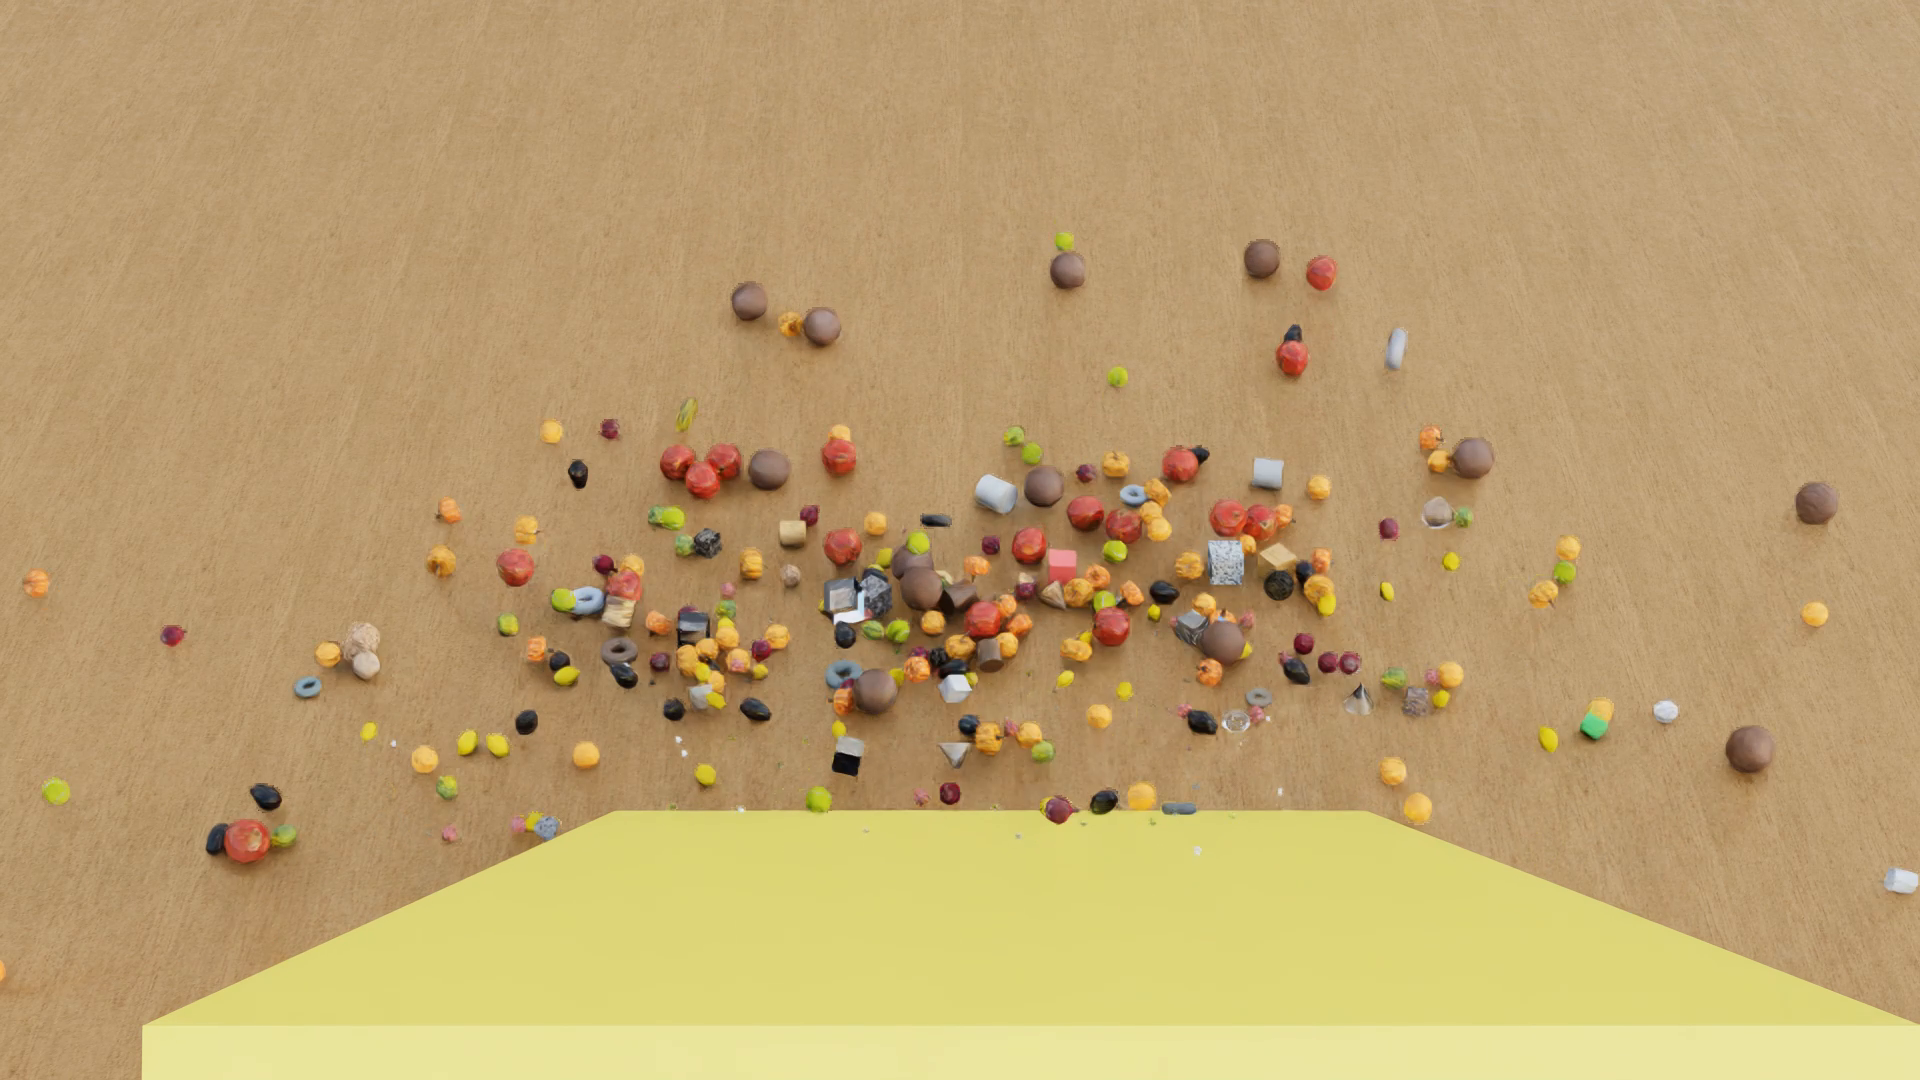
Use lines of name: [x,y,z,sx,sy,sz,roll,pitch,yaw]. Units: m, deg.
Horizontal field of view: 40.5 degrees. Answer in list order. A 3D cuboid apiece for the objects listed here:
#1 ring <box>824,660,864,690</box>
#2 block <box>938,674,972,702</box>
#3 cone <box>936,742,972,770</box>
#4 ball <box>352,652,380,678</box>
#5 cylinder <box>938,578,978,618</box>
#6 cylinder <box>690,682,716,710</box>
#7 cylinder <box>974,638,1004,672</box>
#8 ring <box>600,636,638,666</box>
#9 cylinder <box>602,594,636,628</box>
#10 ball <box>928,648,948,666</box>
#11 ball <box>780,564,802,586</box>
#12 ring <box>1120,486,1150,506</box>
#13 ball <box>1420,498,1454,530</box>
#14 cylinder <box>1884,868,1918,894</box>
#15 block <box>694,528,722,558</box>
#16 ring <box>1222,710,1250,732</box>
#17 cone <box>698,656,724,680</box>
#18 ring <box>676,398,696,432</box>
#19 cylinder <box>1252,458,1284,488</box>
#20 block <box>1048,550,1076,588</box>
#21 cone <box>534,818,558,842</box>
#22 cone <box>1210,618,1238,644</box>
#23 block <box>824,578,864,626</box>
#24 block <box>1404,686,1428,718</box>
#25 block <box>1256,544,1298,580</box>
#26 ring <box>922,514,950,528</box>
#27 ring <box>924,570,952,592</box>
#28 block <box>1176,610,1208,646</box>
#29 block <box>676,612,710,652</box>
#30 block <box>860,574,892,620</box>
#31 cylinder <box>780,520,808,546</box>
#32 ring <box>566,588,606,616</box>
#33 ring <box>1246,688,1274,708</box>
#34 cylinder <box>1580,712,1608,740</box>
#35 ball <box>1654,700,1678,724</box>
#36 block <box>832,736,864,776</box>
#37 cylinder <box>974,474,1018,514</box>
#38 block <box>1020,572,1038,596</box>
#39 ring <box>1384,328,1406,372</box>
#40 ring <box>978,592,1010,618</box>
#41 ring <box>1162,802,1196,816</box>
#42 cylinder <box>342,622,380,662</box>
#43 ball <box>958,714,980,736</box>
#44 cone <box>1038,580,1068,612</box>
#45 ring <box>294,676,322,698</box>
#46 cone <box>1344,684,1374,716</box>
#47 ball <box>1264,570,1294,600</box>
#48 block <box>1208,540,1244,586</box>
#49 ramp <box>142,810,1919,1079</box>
ring: [-0.334,0.388,7.461,0.115,0.038,0.115,2,39,-1]
block: [-0.015,0.419,7.357,0.058,0.058,0.058,-1,54,-39]
cone: [-0.027,0.575,7.132,0.087,0.087,0.087,29,43,11]
ball: [-1.705,0.359,7.467,0.078,0.078,0.078,0,37,0]
cylinder: [-0.006,0.172,7.709,0.088,0.088,0.088,-26,44,-30]
cylinder: [-0.728,0.442,7.345,0.065,0.065,0.065,-12,-2,0]
cylinder: [0.084,0.332,7.490,0.073,0.073,0.073,-6,56,-7]
ring: [-0.989,0.323,7.548,0.113,0.038,0.113,1,37,-1]
cylinder: [-1.002,0.210,7.632,0.083,0.083,0.083,14,-1,0]
ball: [-0.064,0.336,7.518,0.052,0.052,0.052,0,37,0]
ball: [-0.509,0.105,7.814,0.067,0.067,0.067,0,37,0]
ring: [0.547,-0.140,8.171,0.094,0.031,0.094,0,35,0]
ball: [1.475,-0.083,8.038,0.099,0.099,0.099,0,37,0]
cylinder: [2.446,0.887,6.763,0.060,0.060,0.060,14,37,-5]
block: [-0.769,0.011,7.947,0.060,0.060,0.060,23,43,28]
ring: [0.776,0.508,7.310,0.083,0.028,0.083,0,35,0]
cone: [-0.726,0.380,7.479,0.067,0.067,0.067,-40,46,-6]
ring: [-0.892,-0.407,8.458,0.039,0.117,0.117,19,35,-13]
cylinder: [0.972,-0.209,8.213,0.089,0.089,0.089,6,37,7]
block: [0.309,0.086,7.829,0.080,0.080,0.080,2,37,3]
cone: [-1.092,0.784,6.909,0.068,0.068,0.068,-11,41,-14]
cone: [0.754,0.279,7.592,0.077,0.077,0.077,38,24,-20]
block: [-0.337,0.178,7.576,0.095,0.095,0.095,-9,60,13]
block: [1.287,0.457,7.338,0.059,0.059,0.059,9,23,7]
block: [0.954,0.078,7.838,0.082,0.082,0.082,-23,43,-28]
ring: [-0.076,-0.059,7.951,0.087,0.087,0.029,4,79,5]
ring: [-0.067,0.123,7.822,0.088,0.029,0.088,-1,37,1]
block: [0.680,0.257,7.612,0.065,0.065,0.065,-27,45,-32]
block: [-0.777,0.268,7.584,0.082,0.082,0.082,2,37,2]
block: [-0.259,0.170,7.715,0.082,0.082,0.082,30,46,33]
cylinder: [-0.511,-0.021,7.971,0.079,0.079,0.079,0,37,-7]
ring: [-1.111,0.182,7.732,0.122,0.041,0.122,0,31,0]
ring: [0.852,0.449,7.391,0.075,0.025,0.075,-1,36,0]
cylinder: [1.769,0.521,7.261,0.057,0.057,0.057,35,49,25]
ball: [1.983,0.482,7.312,0.066,0.066,0.066,0,37,0]
block: [-0.306,0.589,7.096,0.071,0.071,0.071,13,35,-2]
cylinder: [0.112,-0.142,8.119,0.097,0.097,0.097,26,44,29]
block: [0.204,0.133,7.791,0.051,0.051,0.051,3,37,4]
ring: [1.455,-0.636,8.695,0.049,0.146,0.146,11,38,3]
ring: [0.102,0.191,7.728,0.098,0.033,0.098,2,39,-2]
ring: [0.568,0.699,6.763,0.091,0.030,0.091,0,-1,0]
cylinder: [-1.733,0.301,7.531,0.089,0.089,0.089,4,37,5]
ball: [0.026,0.516,7.272,0.060,0.060,0.060,0,37,0]
cone: [0.292,0.182,7.734,0.089,0.089,0.089,-29,73,-33]
ring: [-1.862,0.420,7.429,0.080,0.027,0.080,1,38,0]
cone: [1.132,0.436,7.356,0.087,0.087,0.087,0,37,0]
ball: [0.951,0.135,7.754,0.090,0.090,0.090,0,37,0]
block: [0.800,0.069,7.838,0.096,0.096,0.096,-1,36,-1]
ramp: [0.081,0.683,4.920,2.000,0.100,4.000,0,-3,0]
